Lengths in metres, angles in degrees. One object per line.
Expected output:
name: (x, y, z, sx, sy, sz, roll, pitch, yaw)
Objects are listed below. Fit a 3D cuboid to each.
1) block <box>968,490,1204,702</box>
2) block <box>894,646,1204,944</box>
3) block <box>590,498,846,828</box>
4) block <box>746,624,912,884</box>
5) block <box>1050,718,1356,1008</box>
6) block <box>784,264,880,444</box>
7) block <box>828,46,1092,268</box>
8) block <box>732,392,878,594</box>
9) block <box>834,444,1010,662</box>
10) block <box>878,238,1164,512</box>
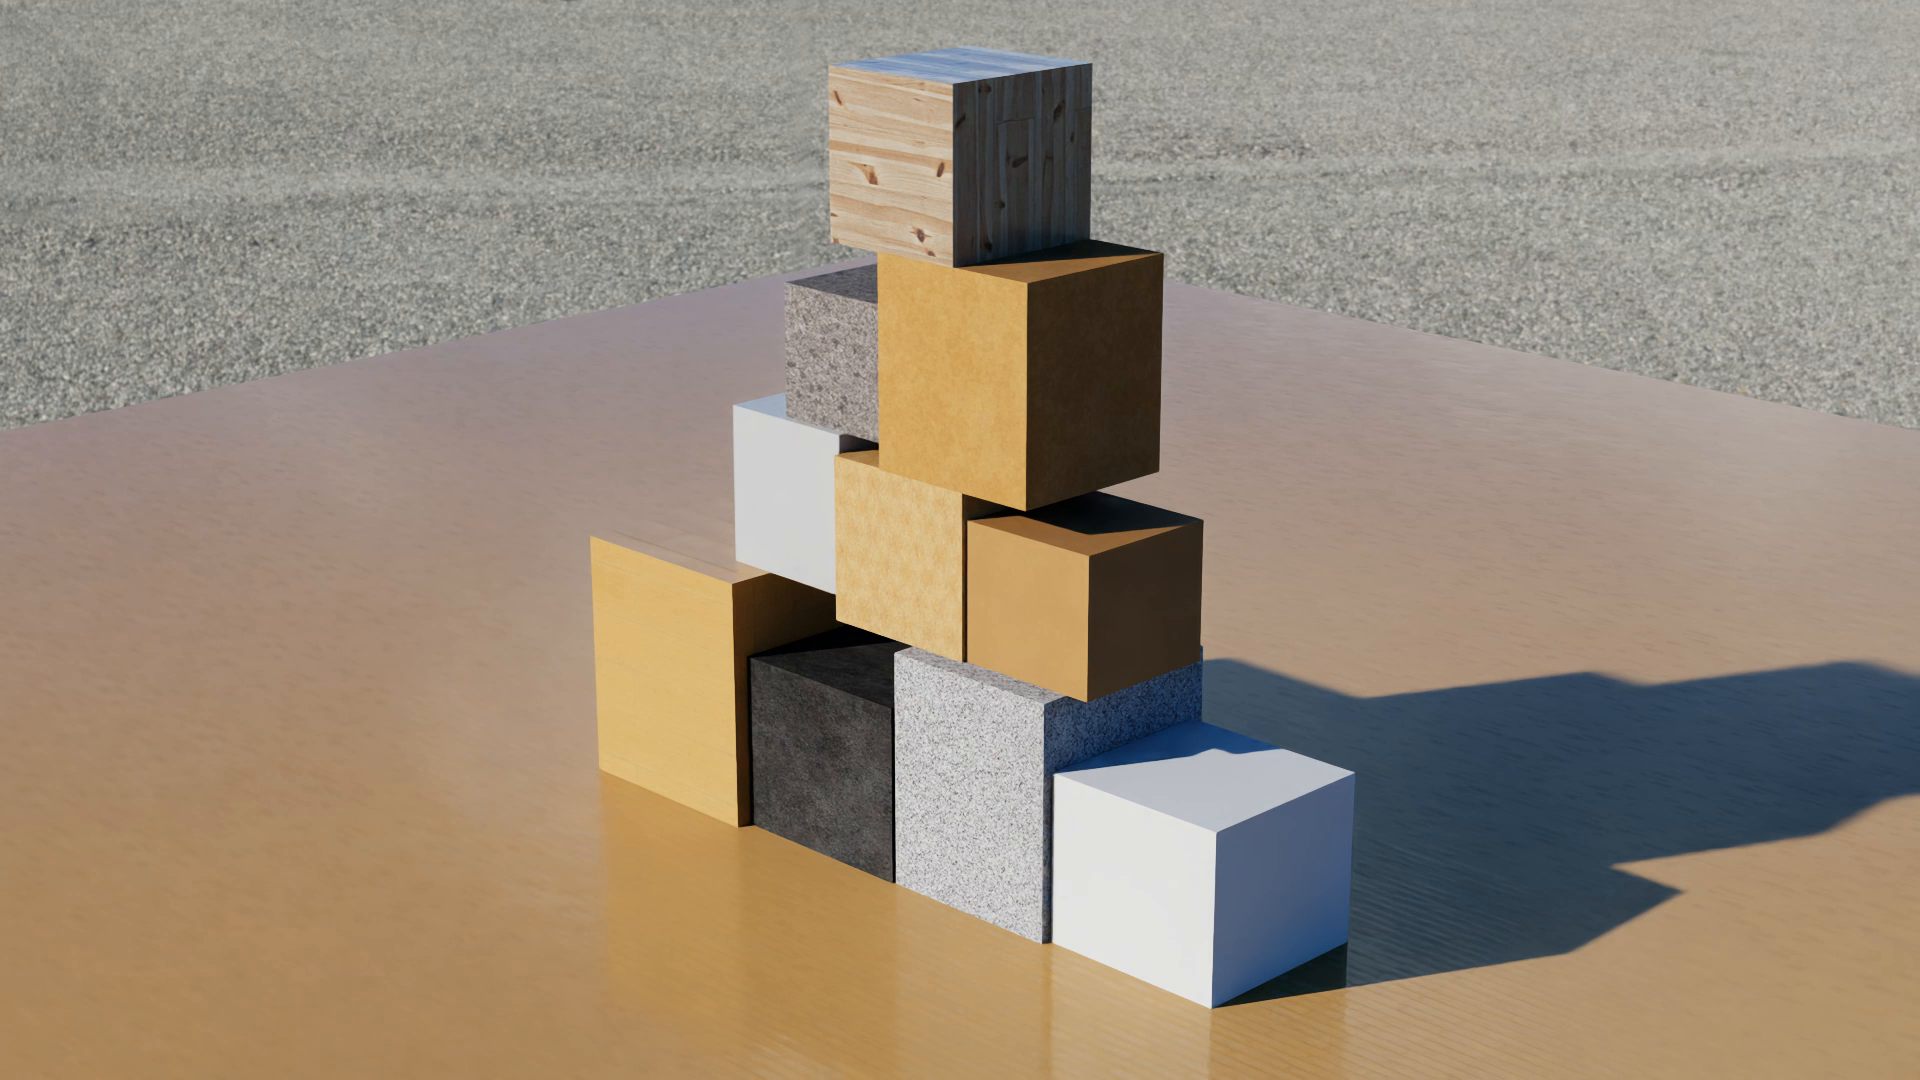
block: (0.545, 0.225, 12.824, 0.736, 0.651, 0.716, -17, 24, -42)
block: (0.398, 1.020, 13.239, 1.036, 1.115, 0.915, -17, 24, -42)
block: (-1.016, 0.550, 14.553, 1.180, 1.224, 1.058, -17, 24, -42)
block: (-0.280, 0.944, 13.924, 1.059, 0.851, 0.979, -17, 24, -42)
block: (1.043, 1.373, 12.656, 0.917, 0.792, 0.913, -17, 24, -42)
block: (-0.309, -0.863, 13.410, 0.673, 0.633, 0.715, -17, 24, -42)
block: (0.003, -1.692, 12.815, 0.762, 0.777, 0.856, 17, 24, 42)
block: (-0.549, -0.264, 13.828, 0.726, 0.767, 0.730, -17, 24, -42)
block: (0.003, -0.006, 13.334, 0.801, 0.785, 0.815, -17, 24, -42)
block: (0.262, -0.776, 12.836, 0.854, 0.983, 0.898, -17, 24, -42)
